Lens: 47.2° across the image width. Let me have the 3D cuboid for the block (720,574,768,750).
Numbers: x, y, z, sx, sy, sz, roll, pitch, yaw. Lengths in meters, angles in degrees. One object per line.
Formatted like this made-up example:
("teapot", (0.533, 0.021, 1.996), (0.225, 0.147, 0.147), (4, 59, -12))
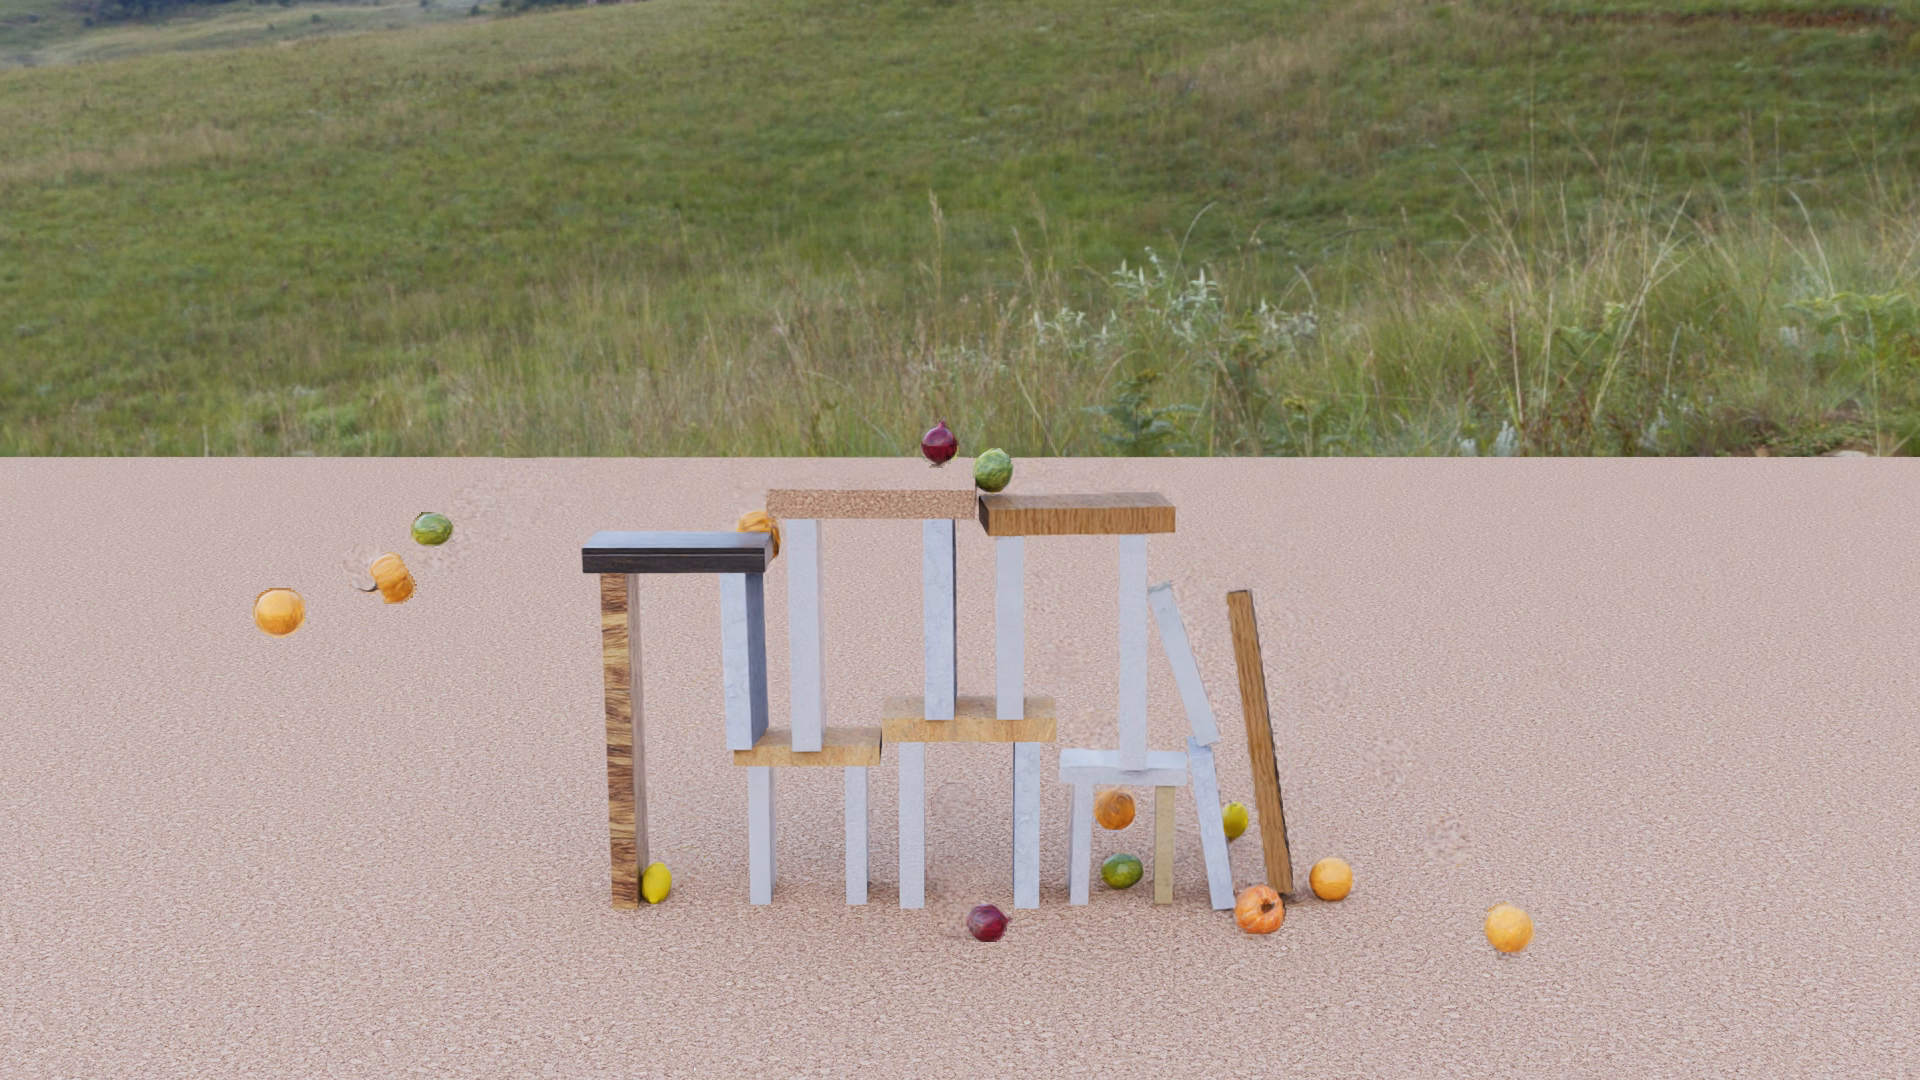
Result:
("block", (-0.351, 0.182, 3.589), (0.041, 0.290, 0.145), (0, 11, 6))

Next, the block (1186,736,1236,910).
("block", (0.414, 0.464, 3.628), (0.037, 0.260, 0.130), (-9, 10, 6))

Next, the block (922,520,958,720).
("block", (-0.031, 0.113, 3.579), (0.046, 0.328, 0.164), (0, 11, 2))

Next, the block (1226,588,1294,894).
("block", (0.502, 0.331, 3.667), (0.037, 0.495, 0.130), (-8, -1, 9))

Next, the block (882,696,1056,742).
("block", (0.015, 0.294, 3.613), (0.282, 0.040, 0.141), (0, 11, 0))

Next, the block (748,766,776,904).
("block", (-0.328, 0.473, 3.652), (0.034, 0.237, 0.118), (0, 11, 0))

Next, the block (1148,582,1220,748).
("block", (0.366, 0.201, 3.604), (0.037, 0.260, 0.130), (-18, 2, 6))

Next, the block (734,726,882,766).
("block", (-0.249, 0.340, 3.626), (0.237, 0.034, 0.118), (0, 11, 0))

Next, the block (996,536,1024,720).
("block", (0.081, 0.128, 3.577), (0.042, 0.299, 0.149), (0, 11, 1))

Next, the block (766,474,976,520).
("block", (-0.139, -0.071, 3.545), (0.328, 0.046, 0.164), (0, 11, 2))

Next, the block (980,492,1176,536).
("block", (0.187, -0.042, 3.556), (0.299, 0.042, 0.149), (-1, 10, -5))

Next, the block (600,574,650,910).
("block", (-0.549, 0.315, 3.615), (0.041, 0.560, 0.145), (0, 11, 0))

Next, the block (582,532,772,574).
("block", (-0.454, 0.019, 3.561), (0.290, 0.041, 0.145), (0, 11, 0))

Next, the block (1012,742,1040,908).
("block", (0.109, 0.452, 3.642), (0.040, 0.282, 0.141), (0, 11, 0))

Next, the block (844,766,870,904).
("block", (-0.170, 0.473, 3.653), (0.034, 0.237, 0.118), (0, 11, 0))

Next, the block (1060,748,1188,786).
("block", (0.269, 0.374, 3.619), (0.206, 0.029, 0.103), (1, 10, 5))

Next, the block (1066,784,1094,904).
("block", (0.199, 0.488, 3.648), (0.029, 0.206, 0.103), (2, 10, -1))

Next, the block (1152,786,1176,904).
("block", (0.338, 0.489, 3.647), (0.029, 0.206, 0.103), (1, 10, 4))

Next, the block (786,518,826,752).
("block", (-0.249, 0.139, 3.581), (0.046, 0.379, 0.164), (-1, 11, 0))

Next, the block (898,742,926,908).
("block", (-0.079, 0.452, 3.642), (0.040, 0.282, 0.141), (0, 11, 0))

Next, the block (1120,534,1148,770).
("block", (0.284, 0.169, 3.586), (0.042, 0.385, 0.149), (0, 10, 6))
